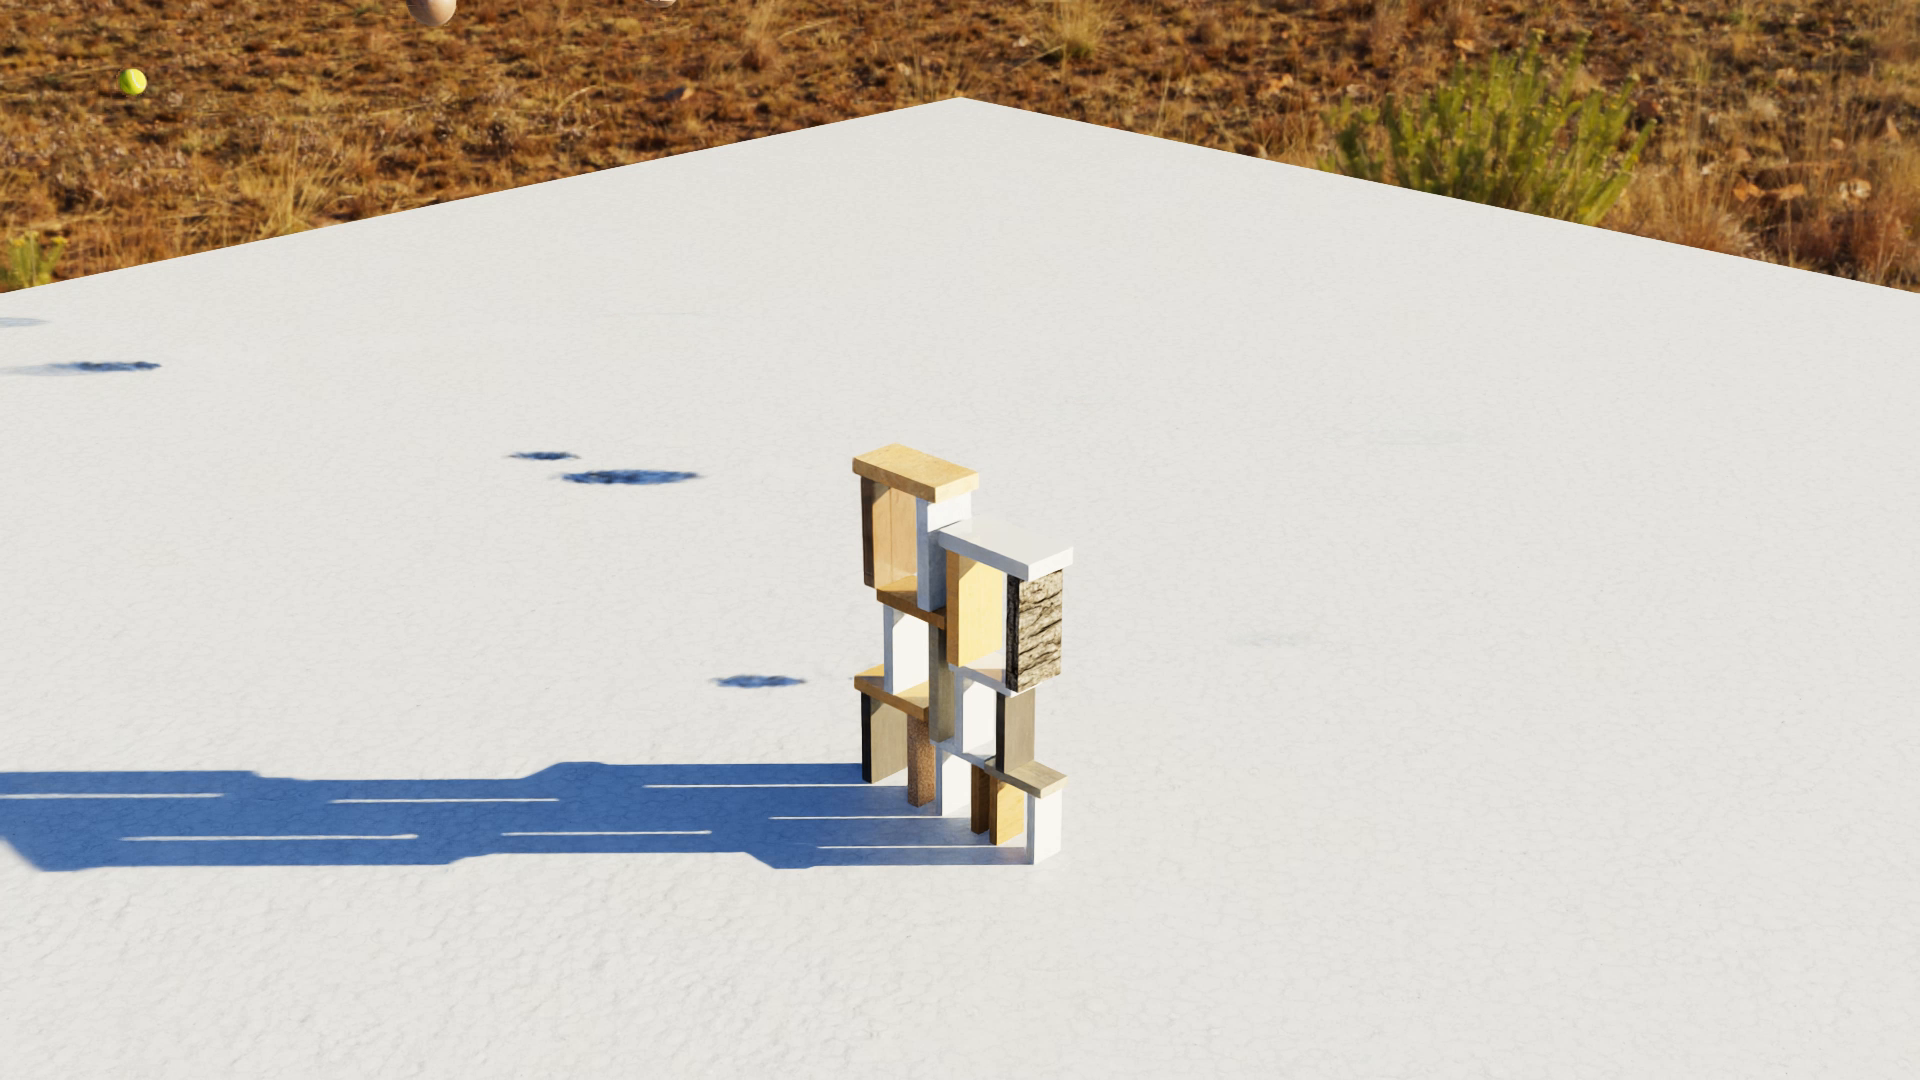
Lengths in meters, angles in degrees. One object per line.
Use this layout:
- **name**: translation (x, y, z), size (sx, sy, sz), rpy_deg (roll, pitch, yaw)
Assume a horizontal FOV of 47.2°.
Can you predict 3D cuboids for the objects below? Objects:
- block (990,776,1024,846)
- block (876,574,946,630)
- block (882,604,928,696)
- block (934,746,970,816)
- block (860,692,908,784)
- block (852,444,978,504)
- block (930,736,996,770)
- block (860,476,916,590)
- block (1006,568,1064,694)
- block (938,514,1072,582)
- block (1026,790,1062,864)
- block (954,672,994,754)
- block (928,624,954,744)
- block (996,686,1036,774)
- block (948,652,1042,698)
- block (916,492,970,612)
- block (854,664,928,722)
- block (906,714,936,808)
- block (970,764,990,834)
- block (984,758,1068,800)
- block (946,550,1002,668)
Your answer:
- **block**: translation (0.092, 0.521, 4.340), size (0.021, 0.151, 0.076), rpy_deg (21, 31, 41)
- **block**: translation (-0.063, 0.122, 4.342), size (0.097, 0.028, 0.194), rpy_deg (-21, 31, -40)
- **block**: translation (-0.109, 0.206, 4.427), size (0.097, 0.194, 0.028), rpy_deg (-21, 31, -41)
- **block**: translation (-0.016, 0.475, 4.446), size (0.022, 0.153, 0.076), rpy_deg (21, 31, 41)
- **block**: translation (-0.157, 0.395, 4.568), size (0.029, 0.205, 0.103), rpy_deg (21, 31, 41)
- **block**: translation (-0.087, -0.131, 4.266), size (0.116, 0.033, 0.231), rpy_deg (-21, 31, -40)
- **block**: translation (0.020, 0.408, 4.379), size (0.153, 0.022, 0.076), rpy_deg (21, 31, 41)
- **block**: translation (-0.141, -0.030, 4.367), size (0.116, 0.231, 0.033), rpy_deg (-21, 30, -40)
- **block**: translation (0.140, 0.159, 4.141), size (0.118, 0.237, 0.034), rpy_deg (-21, 31, -40)
- **block**: translation (0.085, 0.013, 4.140), size (0.118, 0.034, 0.237), rpy_deg (-21, 31, -40)
- **block**: translation (0.163, 0.548, 4.275), size (0.076, 0.151, 0.021), rpy_deg (-21, 31, -41)
- **block**: translation (0.028, 0.327, 4.327), size (0.085, 0.169, 0.024), rpy_deg (-21, 31, -41)
- **block**: translation (-0.018, 0.269, 4.354), size (0.097, 0.254, 0.028), rpy_deg (-21, 31, -41)
- **block**: translation (0.107, 0.359, 4.254), size (0.024, 0.171, 0.085), rpy_deg (21, 31, 41)
- **block**: translation (0.068, 0.253, 4.253), size (0.085, 0.024, 0.169), rpy_deg (-21, 31, -40)
- **block**: translation (-0.031, 0.013, 4.266), size (0.116, 0.231, 0.033), rpy_deg (-21, 30, -40)
- **block**: translation (-0.109, 0.306, 4.478), size (0.205, 0.029, 0.103), rpy_deg (21, 31, 41)
- **block**: translation (-0.060, 0.432, 4.479), size (0.029, 0.205, 0.103), rpy_deg (21, 31, 41)
- **block**: translation (0.056, 0.503, 4.380), size (0.022, 0.153, 0.076), rpy_deg (21, 31, 41)
- **block**: translation (0.128, 0.455, 4.274), size (0.151, 0.021, 0.076), rpy_deg (21, 31, 41)
- **block**: translation (0.028, 0.115, 4.244), size (0.118, 0.237, 0.034), rpy_deg (-21, 31, -40)
